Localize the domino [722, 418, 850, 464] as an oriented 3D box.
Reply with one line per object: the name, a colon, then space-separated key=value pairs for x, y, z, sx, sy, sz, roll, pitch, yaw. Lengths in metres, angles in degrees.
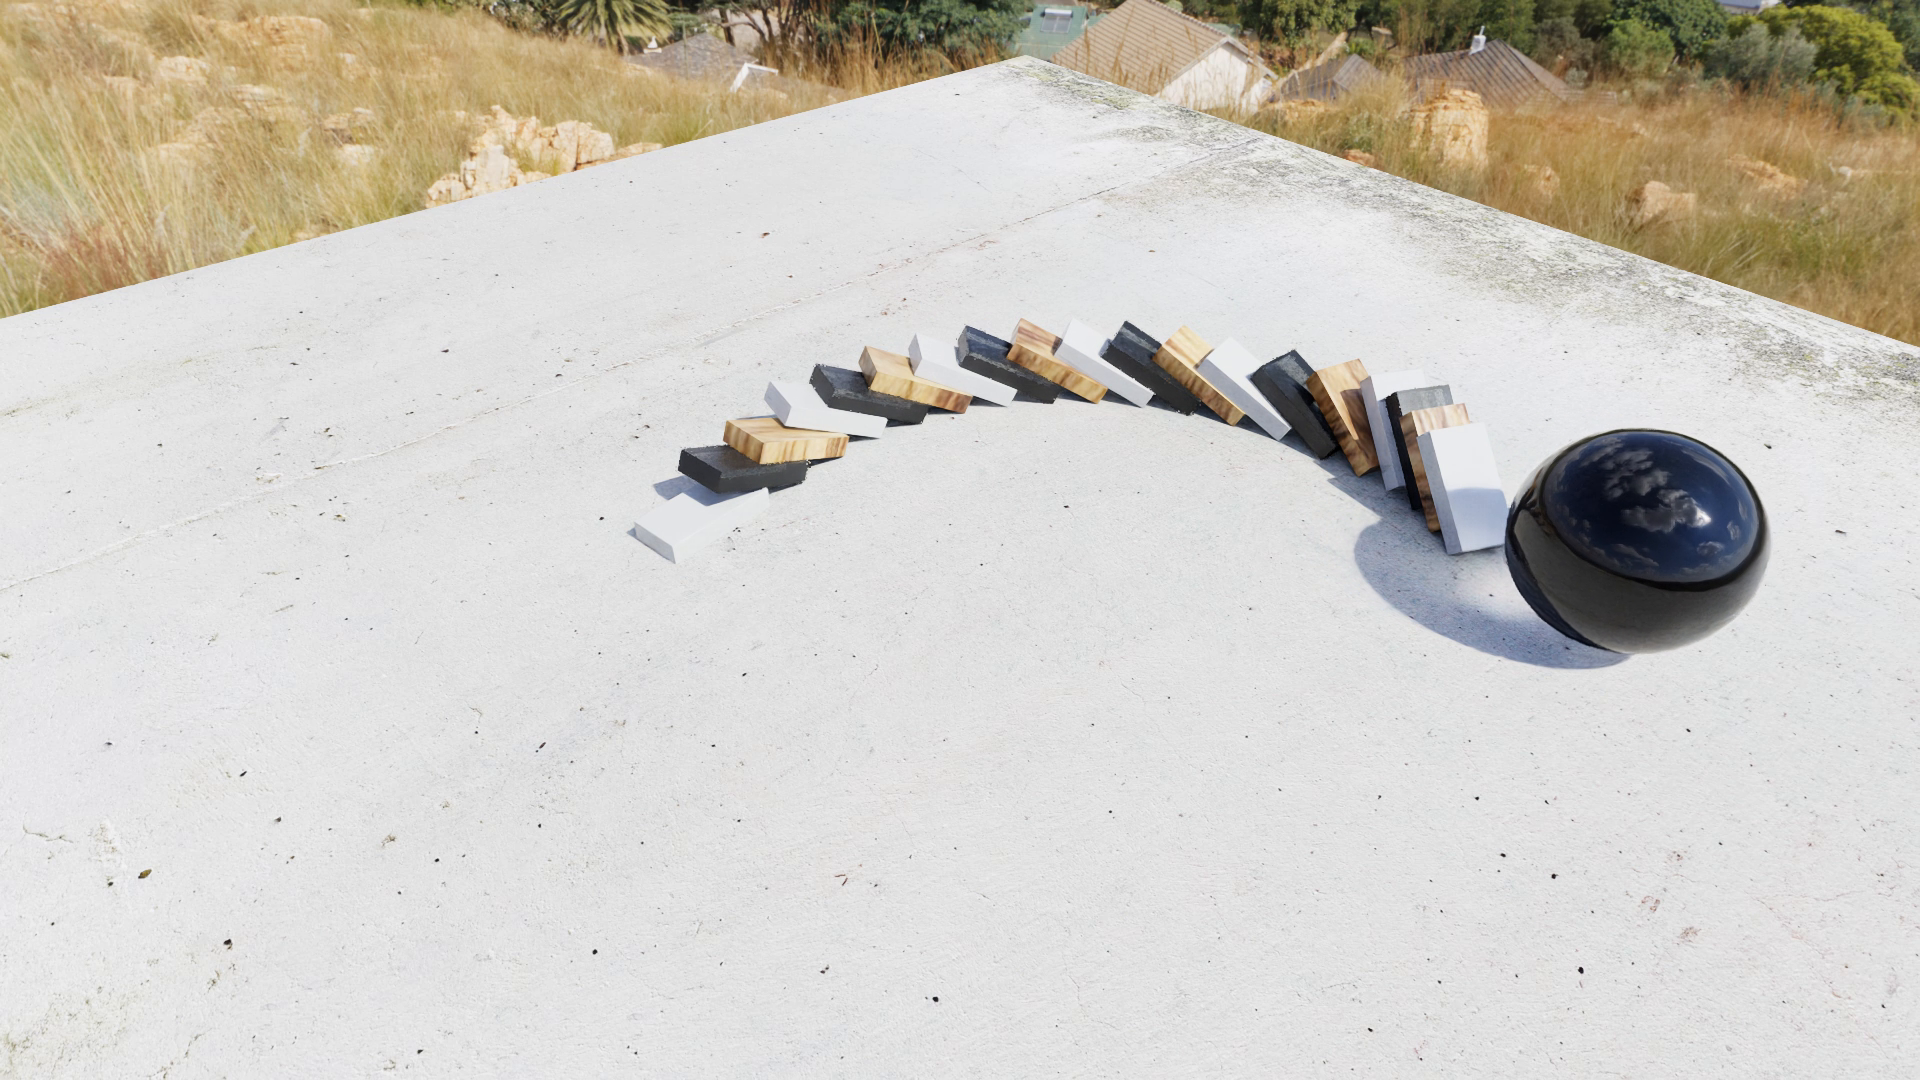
domino: x=-0.076 y=-0.045 z=0.483 sx=0.025 sy=0.009 sz=0.050 roll=31 pitch=26 yaw=32

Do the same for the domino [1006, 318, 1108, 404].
domino: x=0.048 y=-0.087 z=0.533 sx=0.050 sy=0.009 sz=0.025 roll=25 pitch=39 yaw=-10

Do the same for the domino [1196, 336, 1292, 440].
domino: x=0.137 y=-0.071 z=0.514 sx=0.050 sy=0.010 sz=0.025 roll=42 pitch=51 yaw=8

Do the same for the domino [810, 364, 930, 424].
domino: x=-0.042 y=-0.068 z=0.510 sx=0.050 sy=0.009 sz=0.025 roll=6 pitch=32 yaw=-35

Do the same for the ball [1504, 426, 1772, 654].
ball: x=0.236 y=0.000 z=0.388 sx=0.080 sy=0.080 sz=0.080 roll=0 pitch=39 yaw=0

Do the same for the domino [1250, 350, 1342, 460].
domino: x=0.159 y=-0.062 z=0.504 sx=0.025 sy=0.010 sz=0.050 roll=-27 pitch=71 yaw=-29

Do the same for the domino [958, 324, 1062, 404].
domino: x=0.024 y=-0.085 z=0.531 sx=0.050 sy=0.009 sz=0.025 roll=19 pitch=36 yaw=-18

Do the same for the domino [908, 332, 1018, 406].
domino: x=0.001 y=-0.082 z=0.527 sx=0.050 sy=0.010 sz=0.025 roll=16 pitch=34 yaw=-22

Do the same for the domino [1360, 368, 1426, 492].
domino: x=0.193 y=-0.048 z=0.478 sx=0.025 sy=0.009 sz=0.050 roll=-8 pitch=81 yaw=-11

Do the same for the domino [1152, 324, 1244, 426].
domino: x=0.118 y=-0.079 z=0.523 sx=0.050 sy=0.009 sz=0.025 roll=41 pitch=50 yaw=7

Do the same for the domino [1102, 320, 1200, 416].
domino: x=0.095 y=-0.083 z=0.528 sx=0.050 sy=0.010 sz=0.025 roll=34 pitch=44 yaw=0

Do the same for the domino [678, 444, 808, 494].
domino: x=-0.091 y=-0.031 z=0.466 sx=0.025 sy=0.009 sz=0.050 roll=28 pitch=23 yaw=30

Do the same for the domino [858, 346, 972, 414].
domino: x=-0.021 y=-0.076 z=0.520 sx=0.050 sy=0.009 sz=0.025 roll=11 pitch=33 yaw=-28

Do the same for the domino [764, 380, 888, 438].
domino: x=-0.061 y=-0.059 z=0.499 sx=0.050 sy=0.010 sz=0.025 roll=4 pitch=31 yaw=-38

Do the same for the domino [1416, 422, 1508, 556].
domino: x=0.205 y=-0.021 z=0.445 sx=0.025 sy=0.010 sz=0.050 roll=-9 pitch=81 yaw=-11

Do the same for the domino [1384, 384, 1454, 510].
domino: x=0.200 y=-0.040 z=0.468 sx=0.025 sy=0.010 sz=0.050 roll=-8 pitch=81 yaw=-11

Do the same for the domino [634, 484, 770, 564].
domino: x=-0.107 y=-0.011 z=0.457 sx=0.025 sy=0.010 sz=0.050 roll=28 pitch=47 yaw=30

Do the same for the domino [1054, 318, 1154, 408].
domino: x=0.071 y=-0.086 z=0.532 sx=0.050 sy=0.010 sz=0.025 roll=29 pitch=41 yaw=-5

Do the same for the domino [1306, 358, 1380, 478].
domino: x=0.178 y=-0.055 z=0.491 sx=0.025 sy=0.009 sz=0.050 roll=-18 pitch=73 yaw=-20

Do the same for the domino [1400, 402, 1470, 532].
domino: x=0.202 y=-0.030 z=0.456 sx=0.025 sy=0.009 sz=0.050 roll=-10 pitch=81 yaw=-11
